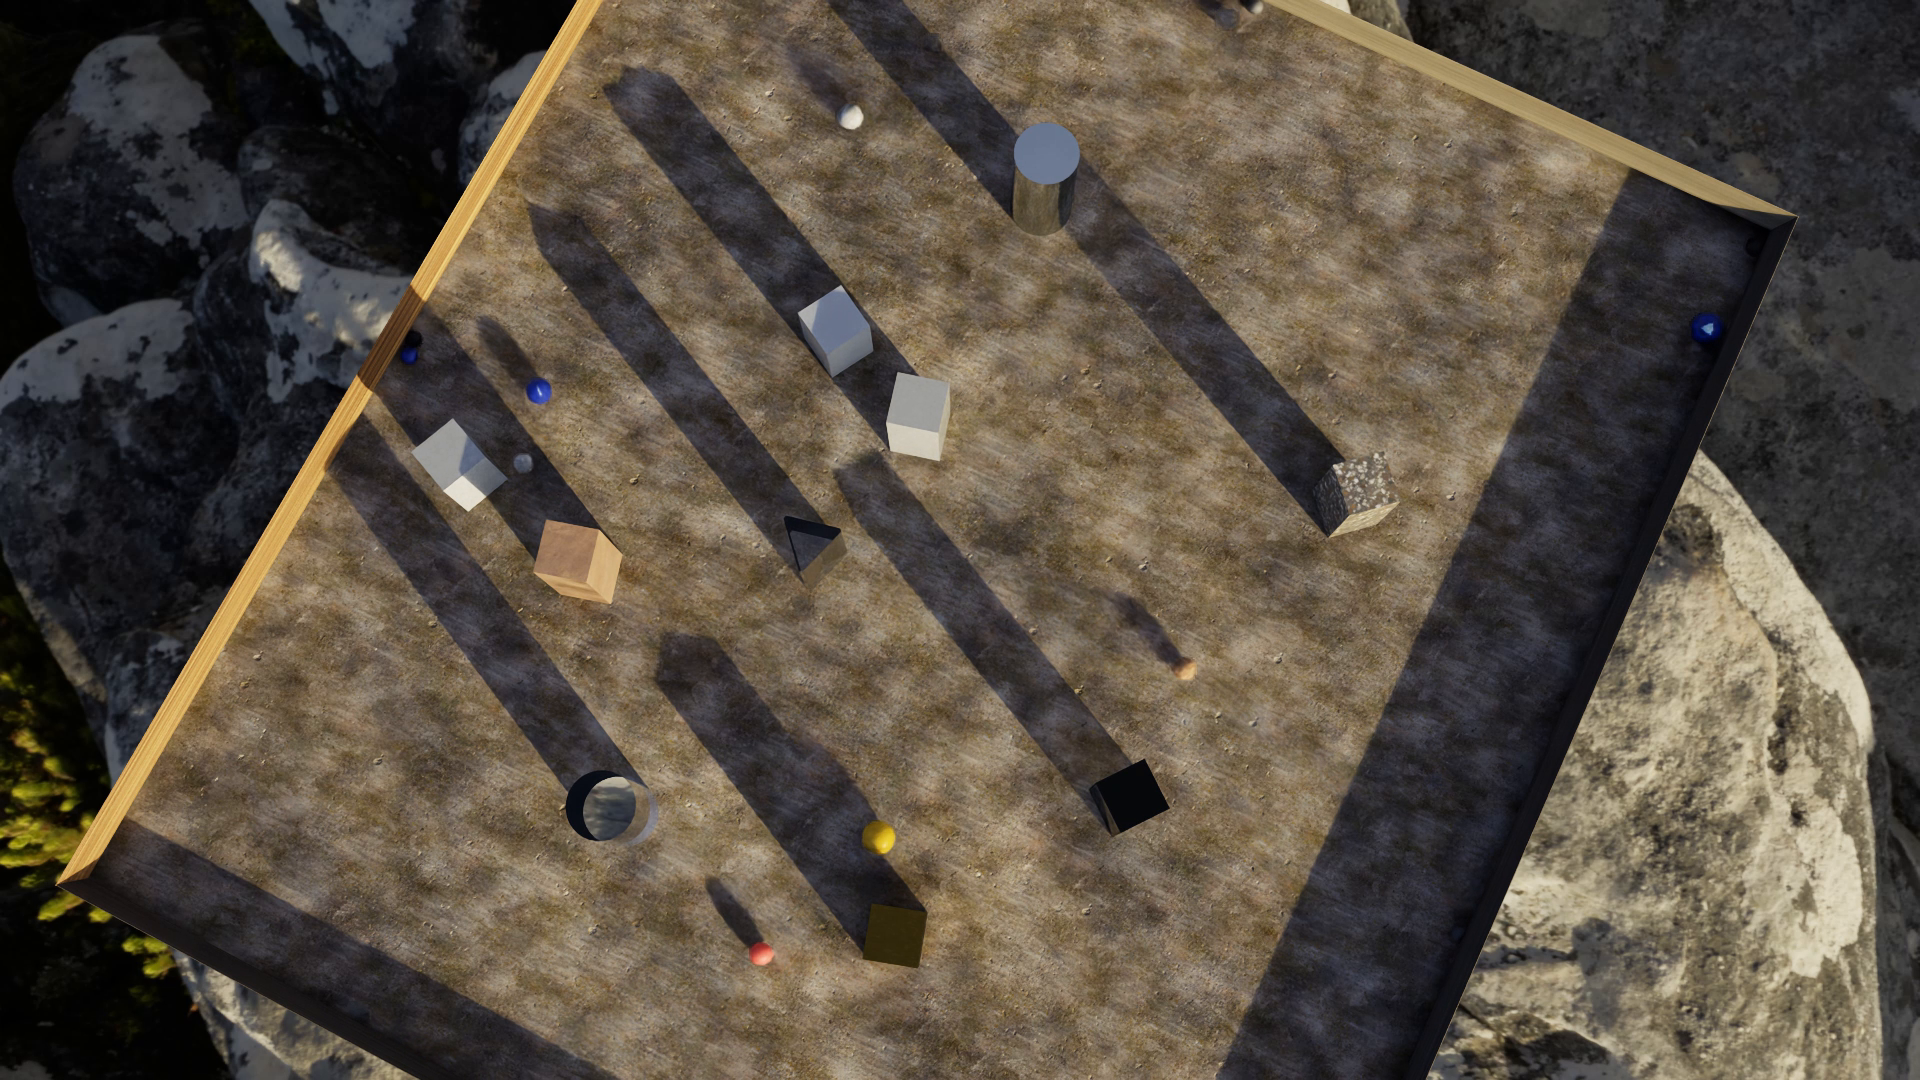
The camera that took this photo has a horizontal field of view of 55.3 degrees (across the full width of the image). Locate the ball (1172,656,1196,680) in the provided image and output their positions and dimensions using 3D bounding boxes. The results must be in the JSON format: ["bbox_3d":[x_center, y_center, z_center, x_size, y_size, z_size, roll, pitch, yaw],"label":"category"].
[{"bbox_3d":[0.672,0.386,5.501,0.071,0.071,0.071,0,78,0],"label":"ball"}]

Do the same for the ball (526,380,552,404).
[{"bbox_3d":[-1.303,-0.458,5.671,0.079,0.079,0.079,0,78,0],"label":"ball"}]

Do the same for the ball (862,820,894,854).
[{"bbox_3d":[-0.240,0.875,5.386,0.098,0.098,0.098,0,78,0],"label":"ball"}]

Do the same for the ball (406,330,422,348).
[{"bbox_3d":[-1.704,-0.627,5.720,0.052,0.052,0.052,0,78,0],"label":"ball"}]

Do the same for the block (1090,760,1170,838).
[{"bbox_3d":[0.488,0.751,5.315,0.156,0.286,0.156,-26,79,-5],"label":"block"}]

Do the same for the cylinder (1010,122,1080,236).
[{"bbox_3d":[0.257,-1.102,5.631,0.195,0.419,0.195,0,78,0],"label":"cylinder"}]

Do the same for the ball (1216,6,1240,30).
[{"bbox_3d":[0.867,-1.687,5.929,0.073,0.073,0.073,0,78,0],"label":"ball"}]

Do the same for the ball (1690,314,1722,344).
[{"bbox_3d":[2.324,-0.654,5.704,0.094,0.094,0.094,0,78,0],"label":"ball"}]

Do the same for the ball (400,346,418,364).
[{"bbox_3d":[-1.714,-0.576,5.709,0.053,0.053,0.053,0,78,0],"label":"ball"}]

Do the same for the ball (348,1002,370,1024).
[{"bbox_3d":[-1.740,1.369,5.301,0.063,0.063,0.063,0,78,0],"label":"ball"}]

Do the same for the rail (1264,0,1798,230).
[{"bbox_3d":[0.920,-1.794,5.922,3.752,0.127,0.045,26,80,5],"label":"rail"}]

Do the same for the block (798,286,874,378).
[{"bbox_3d":[-0.379,-0.637,5.623,0.156,0.247,0.156,-34,80,-7],"label":"block"}]

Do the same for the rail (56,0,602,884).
[{"bbox_3d":[-1.657,-0.804,5.717,0.045,0.127,4.160,26,80,5],"label":"rail"}]

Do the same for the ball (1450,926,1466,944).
[{"bbox_3d":[1.458,1.151,5.352,0.051,0.051,0.051,0,78,0],"label":"ball"}]

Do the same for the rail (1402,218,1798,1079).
[{"bbox_3d":[1.657,0.818,5.381,0.045,0.127,4.160,26,80,5],"label":"rail"}]

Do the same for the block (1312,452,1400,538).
[{"bbox_3d":[1.182,-0.133,5.481,0.156,0.319,0.156,-15,79,-3],"label":"block"}]

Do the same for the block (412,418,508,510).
[{"bbox_3d":[-1.505,-0.224,5.523,0.156,0.274,0.156,-41,81,-8],"label":"block"}]

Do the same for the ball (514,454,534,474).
[{"bbox_3d":[-1.342,-0.234,5.635,0.059,0.059,0.059,0,78,0],"label":"ball"}]

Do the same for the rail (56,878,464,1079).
[{"bbox_3d":[-0.920,1.808,5.177,3.752,0.127,0.045,26,80,5],"label":"rail"}]

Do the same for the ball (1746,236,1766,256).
[{"bbox_3d":[2.509,-0.926,5.778,0.060,0.060,0.060,0,78,0],"label":"ball"}]

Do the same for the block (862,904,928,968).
[{"bbox_3d":[-0.184,1.135,5.260,0.156,0.239,0.156,9,78,2],"label":"block"}]

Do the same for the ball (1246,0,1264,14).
[{"bbox_3d":[0.958,-1.734,5.948,0.053,0.053,0.053,0,78,0],"label":"ball"}]

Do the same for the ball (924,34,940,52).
[{"bbox_3d":[-0.091,-1.603,5.920,0.056,0.056,0.056,0,78,0],"label":"ball"}]

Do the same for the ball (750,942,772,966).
[{"bbox_3d":[-0.578,1.204,5.334,0.065,0.065,0.065,0,78,0],"label":"ball"}]

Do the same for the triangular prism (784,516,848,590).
[{"bbox_3d":[-0.455,0.014,5.451,0.146,0.319,0.169,43,81,8],"label":"triangular prism"}]

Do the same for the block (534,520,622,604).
[{"bbox_3d":[-1.124,0.068,5.414,0.156,0.369,0.156,11,79,2],"label":"block"}]

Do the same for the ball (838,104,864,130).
[{"bbox_3d":[-0.351,-1.353,5.855,0.081,0.081,0.081,0,78,0],"label":"ball"}]

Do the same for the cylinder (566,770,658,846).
[{"bbox_3d":[-0.994,0.774,5.258,0.195,0.388,0.195,0,78,0],"label":"cylinder"}]

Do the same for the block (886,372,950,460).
[{"bbox_3d":[-0.123,-0.369,5.523,0.156,0.333,0.156,12,79,2],"label":"block"}]
